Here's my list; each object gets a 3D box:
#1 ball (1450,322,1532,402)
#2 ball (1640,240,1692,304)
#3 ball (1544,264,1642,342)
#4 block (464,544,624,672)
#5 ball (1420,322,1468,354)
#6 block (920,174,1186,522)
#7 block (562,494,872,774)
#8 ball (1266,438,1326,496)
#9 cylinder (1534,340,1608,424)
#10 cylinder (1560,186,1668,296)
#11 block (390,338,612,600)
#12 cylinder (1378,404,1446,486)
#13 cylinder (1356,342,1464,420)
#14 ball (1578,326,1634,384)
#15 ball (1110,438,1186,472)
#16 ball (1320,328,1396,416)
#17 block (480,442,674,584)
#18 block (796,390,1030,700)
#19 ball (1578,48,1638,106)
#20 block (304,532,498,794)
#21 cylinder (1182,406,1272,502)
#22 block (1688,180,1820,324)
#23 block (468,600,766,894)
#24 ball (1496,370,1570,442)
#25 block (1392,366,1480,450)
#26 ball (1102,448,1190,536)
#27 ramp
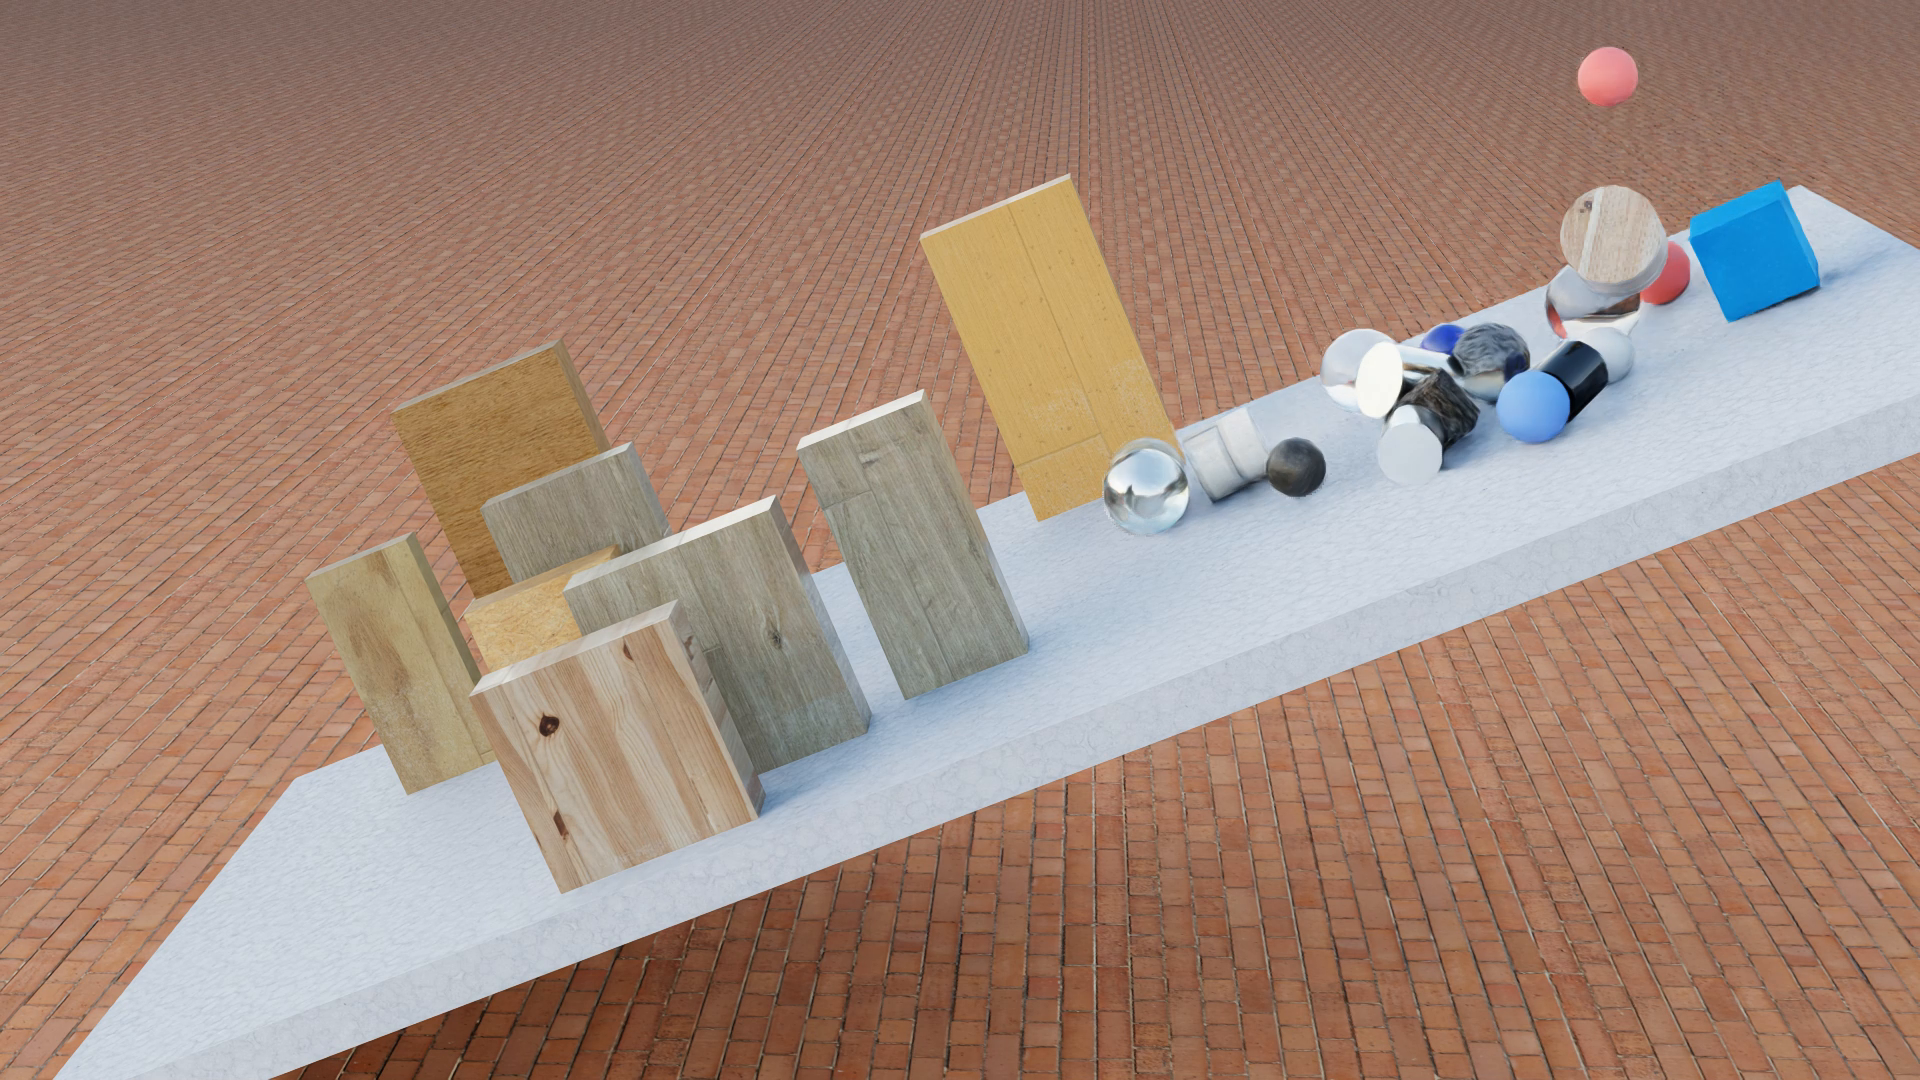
[{"bbox_3d":[1.115,-0.374,6.183,0.168,0.168,0.168,0,14,0],"label":"ball"},{"bbox_3d":[1.519,-0.586,6.409,0.144,0.144,0.144,0,14,0],"label":"ball"},{"bbox_3d":[1.341,-0.499,6.231,0.200,0.200,0.200,0,14,0],"label":"ball"},{"bbox_3d":[-0.808,0.275,6.293,0.340,0.429,0.117,-21,12,8],"label":"block"},{"bbox_3d":[1.067,-0.412,6.420,0.125,0.125,0.125,0,14,0],"label":"ball"},{"bbox_3d":[0.218,-0.442,6.809,0.371,0.715,0.098,-21,12,8],"label":"block"},{"bbox_3d":[-0.473,0.223,5.777,0.439,0.484,0.127,-21,12,8],"label":"block"},{"bbox_3d":[0.697,-0.151,6.099,0.123,0.123,0.123,0,14,0],"label":"ball"},{"bbox_3d":[1.201,-0.312,5.845,0.125,0.125,0.125,13,40,41],"label":"cylinder"},{"bbox_3d":[1.331,-0.606,5.976,0.197,0.197,0.197,5,-2,18],"label":"cylinder"},{"bbox_3d":[-1.006,-0.036,7.118,0.429,0.794,0.130,-21,12,8],"label":"block"},{"bbox_3d":[0.902,-0.190,5.875,0.129,0.129,0.129,3,19,11],"label":"cylinder"},{"bbox_3d":[0.940,-0.322,6.146,0.160,0.160,0.160,8,9,-28],"label":"cylinder"},{"bbox_3d":[1.306,-0.375,5.961,0.117,0.117,0.117,0,14,0],"label":"ball"},{"bbox_3d":[0.413,-0.142,6.471,0.168,0.168,0.168,0,14,0],"label":"ball"},{"bbox_3d":[0.896,-0.373,6.522,0.191,0.191,0.191,0,14,0],"label":"ball"},{"bbox_3d":[-0.757,0.130,6.413,0.346,0.601,0.094,-21,12,8],"label":"block"},{"bbox_3d":[-0.090,0.010,5.833,0.265,0.550,0.116,-21,12,8],"label":"block"},{"bbox_3d":[1.362,-0.973,6.181,0.124,0.124,0.124,0,14,0],"label":"ball"},{"bbox_3d":[-1.268,0.286,6.786,0.258,0.556,0.082,-21,12,8],"label":"block"},{"bbox_3d":[0.582,-0.186,6.347,0.156,0.156,0.156,-27,10,11],"label":"cylinder"},{"bbox_3d":[1.640,-0.597,6.074,0.195,0.195,0.195,-24,11,21],"label":"block"},{"bbox_3d":[-0.641,0.389,5.532,0.407,0.418,0.136,-21,12,8],"label":"block"},{"bbox_3d":[1.121,-0.260,5.751,0.141,0.141,0.141,0,14,0],"label":"ball"},{"bbox_3d":[0.965,-0.255,5.976,0.121,0.121,0.121,-40,5,23],"label":"block"},{"bbox_3d":[0.398,-0.103,6.292,0.185,0.185,0.185,0,14,0],"label":"ball"},{"bbox_3d":[0.126,0.172,6.288,4.000,0.100,2.000,-21,12,8],"label":"ramp"}]
